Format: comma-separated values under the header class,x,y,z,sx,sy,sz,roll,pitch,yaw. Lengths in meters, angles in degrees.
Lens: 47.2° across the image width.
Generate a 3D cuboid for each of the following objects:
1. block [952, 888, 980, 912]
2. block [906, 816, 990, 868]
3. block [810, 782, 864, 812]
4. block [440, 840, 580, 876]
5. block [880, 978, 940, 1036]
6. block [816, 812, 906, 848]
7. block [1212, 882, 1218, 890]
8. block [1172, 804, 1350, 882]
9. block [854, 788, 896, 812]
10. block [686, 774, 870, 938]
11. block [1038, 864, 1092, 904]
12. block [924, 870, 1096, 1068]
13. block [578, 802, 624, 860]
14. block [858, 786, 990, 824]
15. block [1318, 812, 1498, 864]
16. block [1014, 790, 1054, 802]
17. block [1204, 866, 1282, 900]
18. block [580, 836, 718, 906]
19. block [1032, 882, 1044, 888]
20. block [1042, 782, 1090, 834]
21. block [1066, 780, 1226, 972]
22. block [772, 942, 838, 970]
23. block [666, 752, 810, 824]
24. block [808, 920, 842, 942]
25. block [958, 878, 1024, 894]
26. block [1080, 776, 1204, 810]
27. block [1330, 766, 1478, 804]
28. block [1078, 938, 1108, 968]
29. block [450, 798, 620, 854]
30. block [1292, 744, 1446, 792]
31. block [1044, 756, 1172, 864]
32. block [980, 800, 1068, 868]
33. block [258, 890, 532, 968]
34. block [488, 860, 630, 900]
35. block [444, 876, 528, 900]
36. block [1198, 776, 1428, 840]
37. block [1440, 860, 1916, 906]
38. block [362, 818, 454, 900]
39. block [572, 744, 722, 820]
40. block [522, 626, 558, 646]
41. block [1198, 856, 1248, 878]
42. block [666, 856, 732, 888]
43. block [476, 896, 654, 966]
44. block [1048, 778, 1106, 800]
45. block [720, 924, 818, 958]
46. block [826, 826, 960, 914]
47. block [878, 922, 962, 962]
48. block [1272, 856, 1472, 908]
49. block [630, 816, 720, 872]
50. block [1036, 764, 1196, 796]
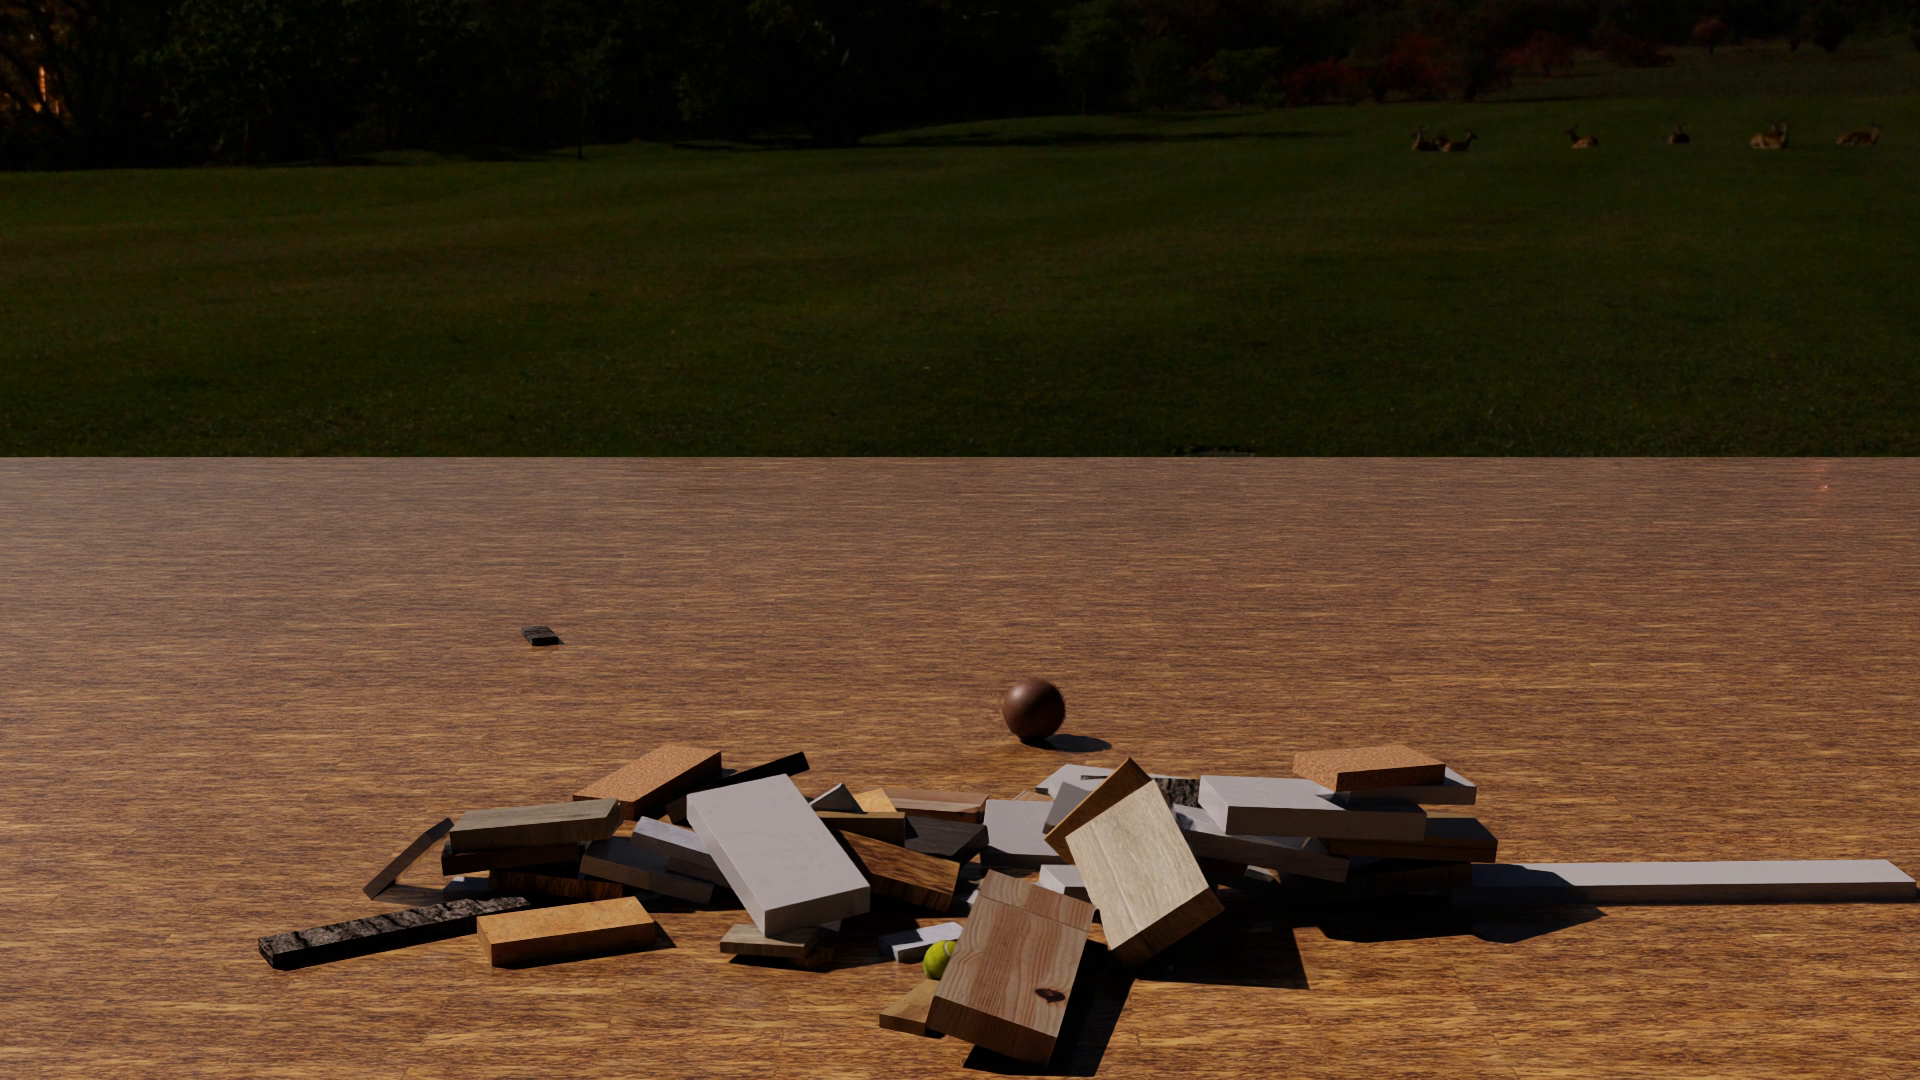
class,x,y,z,sx,sy,sz,roll,pitch,yaw
block,0.046,0.596,3.592,0.110,0.016,0.055,9,14,39
block,-0.129,0.521,3.834,0.346,0.034,0.120,2,21,32
block,-0.189,0.493,3.744,0.073,0.147,0.021,-33,8,16
block,-0.747,0.516,3.664,0.221,0.031,0.110,-6,8,-8
block,-0.048,0.673,3.167,0.073,0.021,0.147,5,12,27
block,-0.212,0.521,3.718,0.237,0.118,0.034,0,11,2
block,0.334,0.547,3.642,0.176,0.025,0.088,16,7,-7
block,0.490,0.499,3.624,0.277,0.039,0.139,11,10,-5
block,-0.274,0.510,3.820,0.324,0.037,0.130,-13,18,-12
block,-0.296,0.501,3.534,0.176,0.050,0.352,-10,29,-24
block,0.244,0.568,3.629,0.203,0.029,0.101,4,11,-21
block,0.081,0.615,3.204,0.176,0.050,0.462,18,16,6
block,-0.684,0.518,3.848,0.127,0.036,0.254,-6,9,6
block,-0.076,0.497,4.078,0.240,0.034,0.120,2,11,13
block,0.735,0.488,3.652,0.277,0.039,0.139,4,10,-6
block,0.103,0.503,3.968,0.074,0.021,0.149,9,30,39
block,0.438,0.552,3.658,0.176,0.025,0.088,16,7,-8
block,-0.512,0.548,3.662,0.221,0.031,0.110,15,11,0
block,0.132,0.580,3.627,0.055,0.016,0.110,7,3,34
block,0.254,0.495,3.783,0.203,0.029,0.101,20,44,8
block,0.286,0.523,3.469,0.176,0.050,0.352,-34,23,4
block,-0.256,0.631,3.398,0.128,0.018,0.064,10,14,43
block,-0.413,0.461,4.103,0.130,0.037,0.259,-29,-9,37
block,-0.218,0.579,3.510,0.073,0.021,0.147,17,27,0
block,0.052,0.581,3.674,0.110,0.016,0.055,0,11,0
block,0.376,0.493,3.914,0.333,0.047,0.167,1,30,7
block,0.726,0.405,3.640,0.226,0.032,0.113,2,11,-15
block,0.158,0.629,3.407,0.128,0.018,0.064,9,14,41
block,-0.709,0.476,3.677,0.259,0.037,0.130,-5,8,0
block,0.672,0.374,3.608,0.226,0.032,0.113,-1,12,-29
block,0.249,0.472,3.712,0.101,0.203,0.029,45,16,1
block,0.161,0.513,3.828,0.240,0.034,0.120,1,43,7
block,-0.889,0.614,3.479,0.414,0.023,0.081,-7,12,-32
block,-0.663,0.561,3.666,0.221,0.031,0.110,6,8,1
block,-0.787,0.582,3.662,0.130,0.018,0.065,1,11,6
block,0.575,0.439,3.606,0.333,0.047,0.167,3,11,-10
block,1.192,0.572,3.677,0.774,0.032,0.113,0,11,-2
block,-0.914,0.529,3.653,0.162,0.023,0.081,-41,-2,18
block,-0.599,0.465,4.244,0.127,0.036,0.365,4,11,20
block,-1.053,0.239,5.508,0.065,0.018,0.130,-4,11,-22
block,0.388,0.511,3.629,0.176,0.025,0.088,14,8,13
block,-0.402,0.548,3.664,0.164,0.023,0.082,17,11,0
block,-0.619,0.612,3.450,0.254,0.036,0.127,-4,11,-22
block,0.238,0.444,3.898,0.148,0.021,0.074,-2,9,-14
block,-0.293,0.616,3.380,0.136,0.019,0.068,1,14,15
block,-0.124,0.542,3.630,0.237,0.034,0.118,15,19,1
block,-0.052,0.626,3.424,0.136,0.019,0.068,-6,12,-29
block,0.683,0.552,3.666,0.308,0.039,0.139,-7,11,0
block,-0.461,0.506,3.657,0.164,0.023,0.082,17,11,-1
block,0.346,0.484,4.112,0.375,0.047,0.167,4,11,23
